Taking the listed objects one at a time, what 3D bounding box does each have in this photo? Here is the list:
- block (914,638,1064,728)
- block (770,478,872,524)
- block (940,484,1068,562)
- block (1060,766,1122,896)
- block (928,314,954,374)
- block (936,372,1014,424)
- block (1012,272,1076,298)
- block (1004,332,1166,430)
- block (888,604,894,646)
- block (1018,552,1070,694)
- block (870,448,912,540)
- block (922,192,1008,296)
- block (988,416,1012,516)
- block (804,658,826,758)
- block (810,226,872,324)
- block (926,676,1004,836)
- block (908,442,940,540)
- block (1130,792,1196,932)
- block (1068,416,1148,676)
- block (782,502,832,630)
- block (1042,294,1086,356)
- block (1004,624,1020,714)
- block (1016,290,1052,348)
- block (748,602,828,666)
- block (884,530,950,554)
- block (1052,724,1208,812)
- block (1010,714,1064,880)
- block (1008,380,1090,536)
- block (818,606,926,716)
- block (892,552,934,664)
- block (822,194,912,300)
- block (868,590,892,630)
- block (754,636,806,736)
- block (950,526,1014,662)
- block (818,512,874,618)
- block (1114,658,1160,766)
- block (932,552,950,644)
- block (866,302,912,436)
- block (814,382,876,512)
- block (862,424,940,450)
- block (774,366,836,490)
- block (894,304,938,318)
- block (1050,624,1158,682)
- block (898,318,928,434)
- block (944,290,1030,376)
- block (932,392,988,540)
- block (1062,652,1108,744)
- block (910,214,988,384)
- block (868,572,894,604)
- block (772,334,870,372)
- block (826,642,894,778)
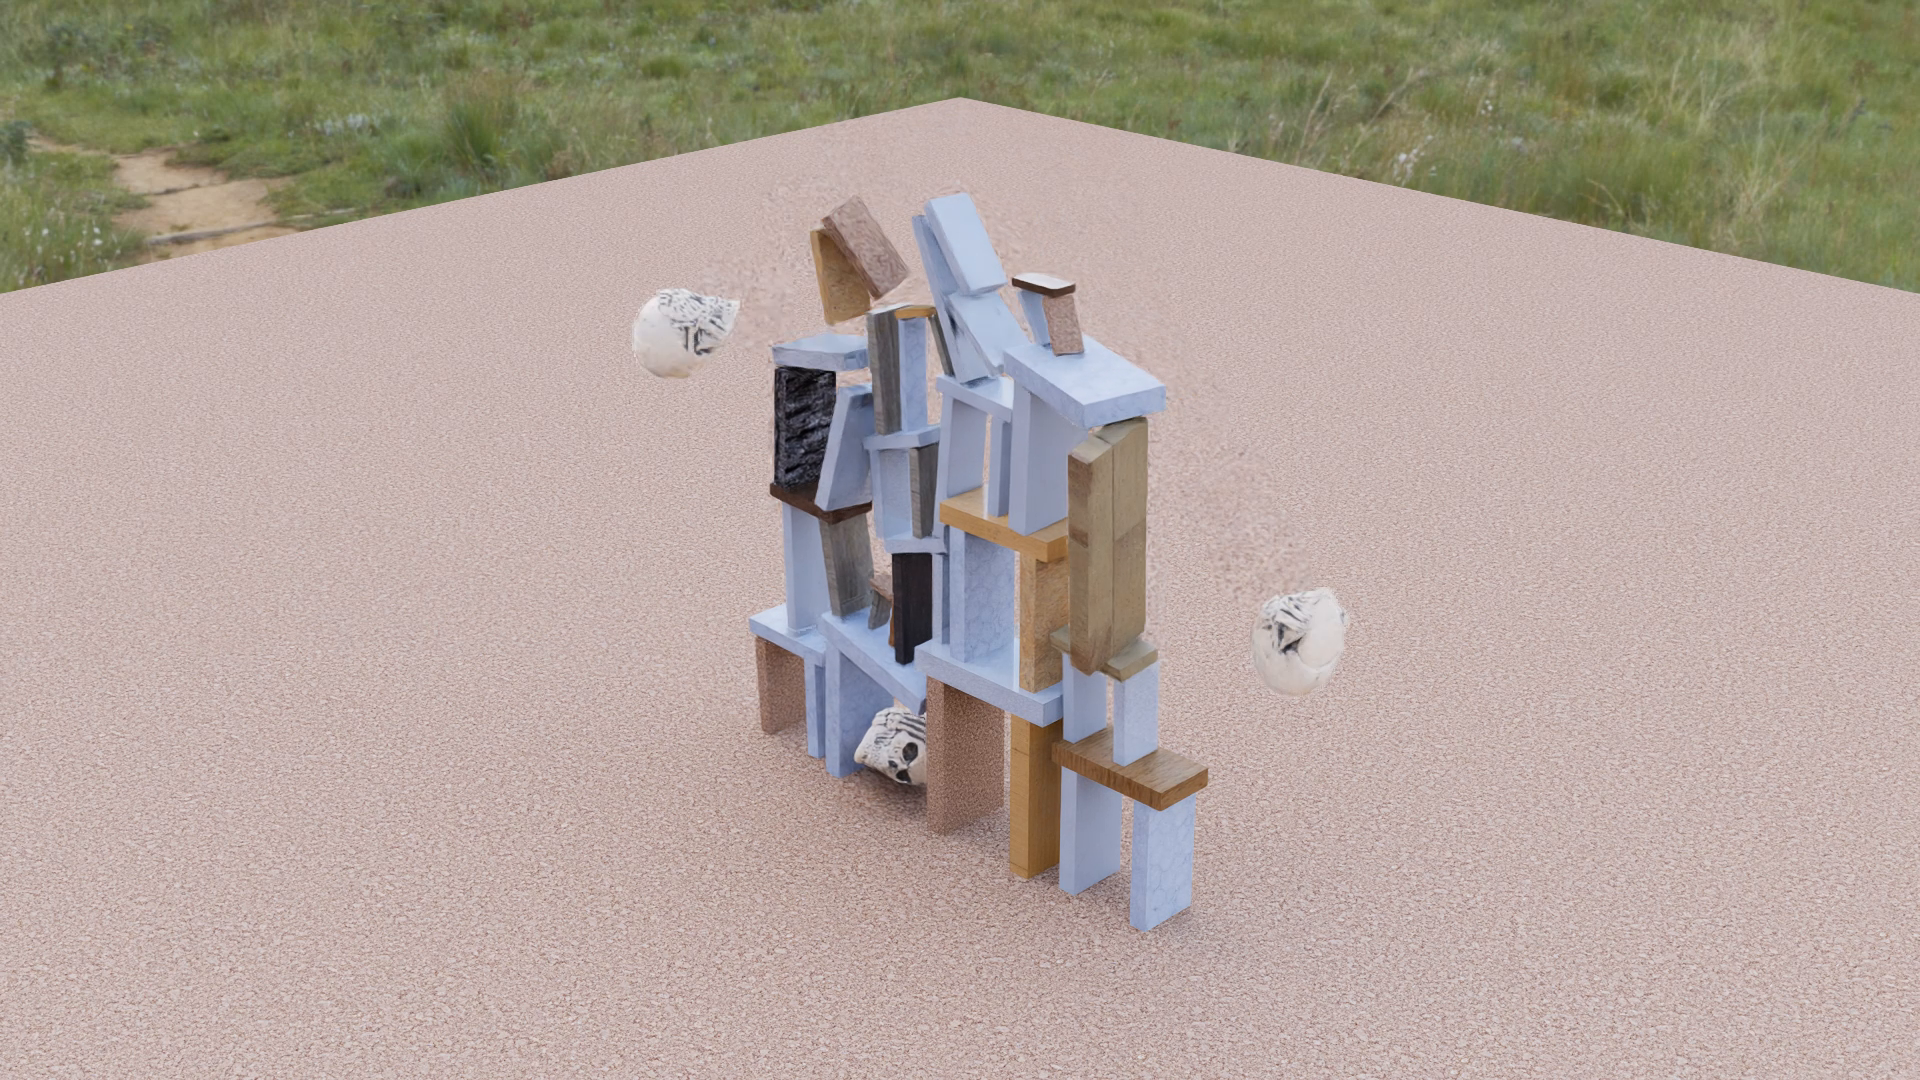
[{"bbox_3d":[0.092,0.254,4.225,0.342,0.048,0.171,21,31,41],"label":"block"},{"bbox_3d":[-0.284,-0.090,4.476,0.102,0.029,0.204,-22,32,-37],"label":"block"},{"bbox_3d":[0.107,-0.034,4.088,0.274,0.039,0.137,21,31,40],"label":"block"},{"bbox_3d":[0.249,0.529,4.174,0.038,0.265,0.133,21,31,41],"label":"block"},{"bbox_3d":[-0.020,-0.368,4.083,0.054,0.109,0.015,-22,8,-41],"label":"block"},{"bbox_3d":[0.058,-0.270,4.047,0.097,0.028,0.194,-21,36,-41],"label":"block"},{"bbox_3d":[0.145,-0.444,3.822,0.052,0.015,0.104,-20,30,-40],"label":"block"},{"bbox_3d":[0.210,-0.275,3.752,0.153,0.043,0.307,-14,27,-20],"label":"block"},{"bbox_3d":[-0.119,0.165,4.428,0.013,0.095,0.047,30,36,35],"label":"block"},{"bbox_3d":[0.172,0.135,4.091,0.039,0.275,0.137,21,31,41],"label":"block"},{"bbox_3d":[-0.128,-0.100,4.336,0.091,0.182,0.026,-20,27,-37],"label":"block"},{"bbox_3d":[0.010,-0.538,3.996,0.092,0.184,0.026,-18,-10,-38],"label":"block"},{"bbox_3d":[0.098,-0.148,4.057,0.028,0.194,0.097,24,33,39],"label":"block"},{"bbox_3d":[-0.273,0.340,4.667,0.114,0.228,0.032,-22,32,-40],"label":"block"},{"bbox_3d":[-0.227,-0.512,4.190,0.091,0.183,0.026,-23,23,-33],"label":"block"},{"bbox_3d":[0.012,0.402,4.375,0.048,0.342,0.171,21,31,41],"label":"block"},{"bbox_3d":[-0.052,-0.101,4.240,0.091,0.182,0.026,-20,28,-38],"label":"block"},{"bbox_3d":[0.375,0.578,4.059,0.038,0.266,0.133,21,31,41],"label":"block"},{"bbox_3d":[0.255,0.011,3.792,0.043,0.495,0.153,31,53,32],"label":"block"},{"bbox_3d":[-0.316,0.038,4.589,0.102,0.291,0.029,-19,28,-38],"label":"block"},{"bbox_3d":[0.179,-0.371,3.791,0.052,0.104,0.015,-8,-10,-23],"label":"block"},{"bbox_3d":[0.073,0.338,4.571,0.043,0.303,0.152,13,24,4],"label":"block"},{"bbox_3d":[0.143,-0.393,3.848,0.052,0.104,0.015,-20,-7,-25],"label":"block"},{"bbox_3d":[-0.329,0.198,4.660,0.228,0.032,0.114,23,33,39],"label":"block"},{"bbox_3d":[-0.054,0.000,4.289,0.094,0.027,0.187,-20,12,-38],"label":"block"},{"bbox_3d":[0.312,0.414,4.057,0.266,0.038,0.133,21,31,41],"label":"block"},{"bbox_3d":[0.173,0.465,4.227,0.048,0.342,0.171,21,31,41],"label":"block"},{"bbox_3d":[0.162,-0.172,3.954,0.153,0.307,0.043,-24,40,-36],"label":"block"},{"bbox_3d":[-0.131,0.228,4.458,0.152,0.043,0.303,-23,50,-41],"label":"block"},{"bbox_3d":[-0.088,0.126,4.380,0.094,0.231,0.027,-19,27,-38],"label":"block"},{"bbox_3d":[-0.176,-0.551,4.137,0.026,0.183,0.091,-20,19,50],"label":"block"},{"bbox_3d":[-0.159,0.135,4.457,0.013,0.094,0.047,36,40,30],"label":"block"},{"bbox_3d":[-0.383,0.297,4.763,0.114,0.228,0.032,-24,33,-39],"label":"block"},{"bbox_3d":[0.043,0.085,4.210,0.039,0.274,0.137,21,31,41],"label":"block"},{"bbox_3d":[-0.226,0.044,4.469,0.102,0.204,0.029,-22,22,-40],"label":"block"},{"bbox_3d":[0.321,0.311,4.011,0.093,0.186,0.026,-23,32,-39],"label":"block"},{"bbox_3d":[-0.010,0.101,4.282,0.094,0.187,0.027,-21,32,-40],"label":"block"},{"bbox_3d":[-0.126,-0.328,4.219,0.091,0.242,0.026,-20,26,-35],"label":"block"},{"bbox_3d":[-0.203,-0.185,4.324,0.128,0.256,0.036,-14,39,-42],"label":"block"},{"bbox_3d":[-0.099,-0.200,4.250,0.091,0.026,0.182,-20,12,-36],"label":"block"},{"bbox_3d":[-0.313,-0.239,4.443,0.128,0.256,0.036,-21,37,-36],"label":"block"},{"bbox_3d":[-0.070,-0.428,4.103,0.054,0.015,0.109,-17,13,-32],"label":"block"},{"bbox_3d":[0.261,0.195,4.000,0.093,0.026,0.186,-28,35,-31],"label":"block"},{"bbox_3d":[-0.088,-0.317,4.178,0.054,0.223,0.015,-21,30,-39],"label":"block"},{"bbox_3d":[0.057,-0.379,3.969,0.092,0.026,0.184,-17,58,-24],"label":"block"},{"bbox_3d":[0.002,-0.150,4.159,0.028,0.294,0.097,27,35,38],"label":"block"},{"bbox_3d":[0.233,0.276,4.095,0.026,0.186,0.093,19,30,41],"label":"block"},{"bbox_3d":[-0.005,-0.450,4.044,0.092,0.313,0.026,-20,7,-38],"label":"block"},{"bbox_3d":[-0.133,0.102,4.416,0.095,0.013,0.047,36,40,29],"label":"block"},{"bbox_3d":[-0.244,-0.367,4.300,0.128,0.036,0.256,-18,18,-34],"label":"block"},{"bbox_3d":[-0.208,0.332,4.588,0.152,0.303,0.043,-20,32,-39],"label":"block"}]
